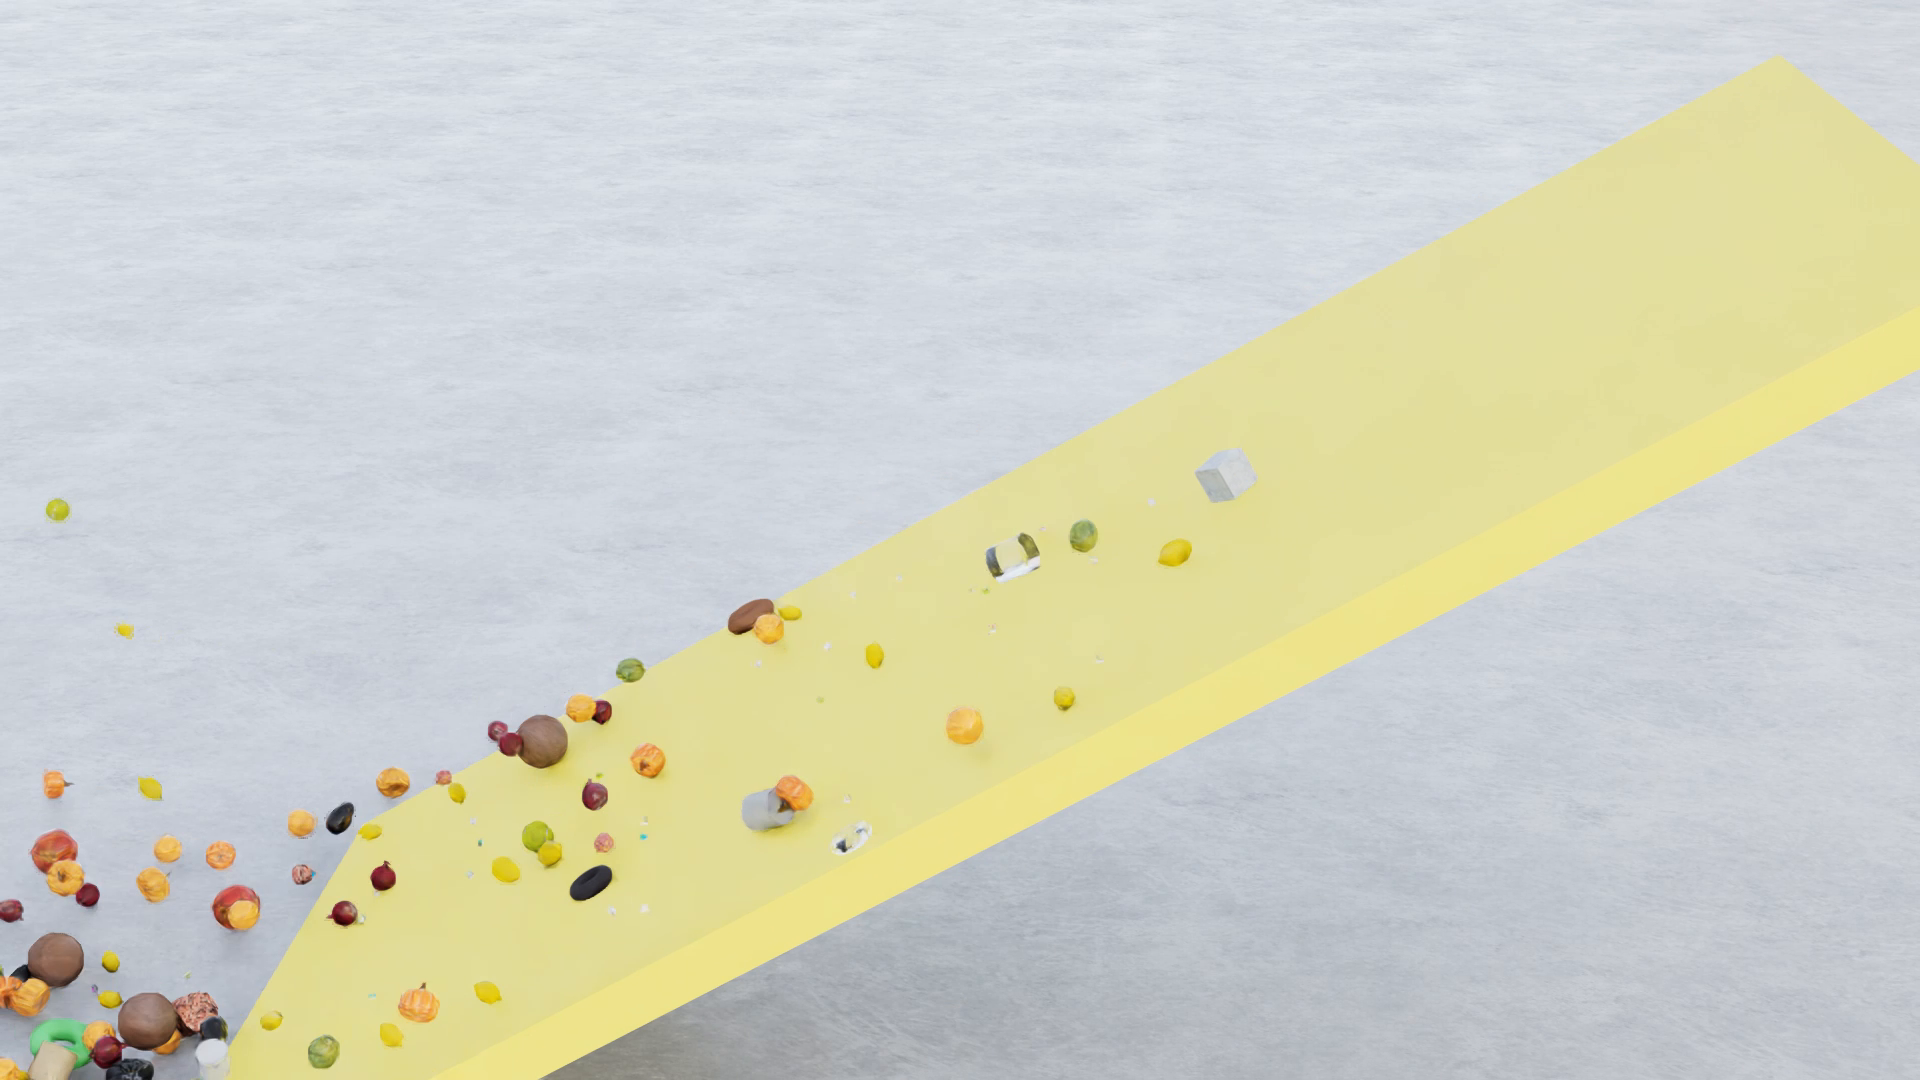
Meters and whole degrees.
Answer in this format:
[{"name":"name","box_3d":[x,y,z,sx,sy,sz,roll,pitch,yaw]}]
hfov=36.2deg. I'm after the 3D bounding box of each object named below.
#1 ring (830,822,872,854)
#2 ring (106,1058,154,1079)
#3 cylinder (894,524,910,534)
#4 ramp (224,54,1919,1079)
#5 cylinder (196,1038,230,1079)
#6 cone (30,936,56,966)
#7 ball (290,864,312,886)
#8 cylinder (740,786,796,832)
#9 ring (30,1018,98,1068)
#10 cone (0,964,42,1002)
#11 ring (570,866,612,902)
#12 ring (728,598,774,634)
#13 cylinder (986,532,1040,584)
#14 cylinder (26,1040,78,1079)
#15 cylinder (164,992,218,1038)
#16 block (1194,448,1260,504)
[{"name":"ring","box_3d":[-0.201,0.552,5.453,0.087,0.029,0.087,-29,14,8]},{"name":"ring","box_3d":[-1.842,1.185,6.528,0.105,0.035,0.105,-1,19,0]},{"name":"cylinder","box_3d":[-0.187,-0.007,9.849,0.063,0.063,0.063,-8,44,8]},{"name":"ramp","box_3d":[0.142,0.168,6.285,4.000,0.100,2.000,-28,15,12]},{"name":"cylinder","box_3d":[-1.538,1.073,6.058,0.063,0.063,0.063,2,41,-2]},{"name":"cone","box_3d":[-2.190,1.002,7.071,0.067,0.067,0.067,-17,51,-41]},{"name":"ball","box_3d":[-1.660,0.843,7.419,0.053,0.053,0.053,0,19,0]},{"name":"cylinder","box_3d":[-0.378,0.530,5.791,0.076,0.076,0.076,-19,3,40]},{"name":"ring","box_3d":[-2.009,1.130,6.593,0.149,0.050,0.149,16,27,-8]},{"name":"cone","box_3d":[-2.181,1.059,6.890,0.091,0.091,0.091,33,27,11]},{"name":"ring","box_3d":[-0.761,0.708,6.067,0.100,0.033,0.100,-29,16,9]},{"name":"ring","box_3d":[-0.518,0.188,7.277,0.128,0.043,0.128,-28,15,8]},{"name":"cylinder","box_3d":[0.115,0.039,6.392,0.086,0.086,0.086,-23,6,30]},{"name":"cylinder","box_3d":[-1.996,1.159,6.467,0.085,0.085,0.085,10,64,26]},{"name":"cylinder","box_3d":[-1.750,1.081,6.694,0.091,0.091,0.091,-18,-5,-42]},{"name":"block","box_3d":[0.552,-0.133,6.091,0.079,0.079,0.079,-40,17,-30]}]
